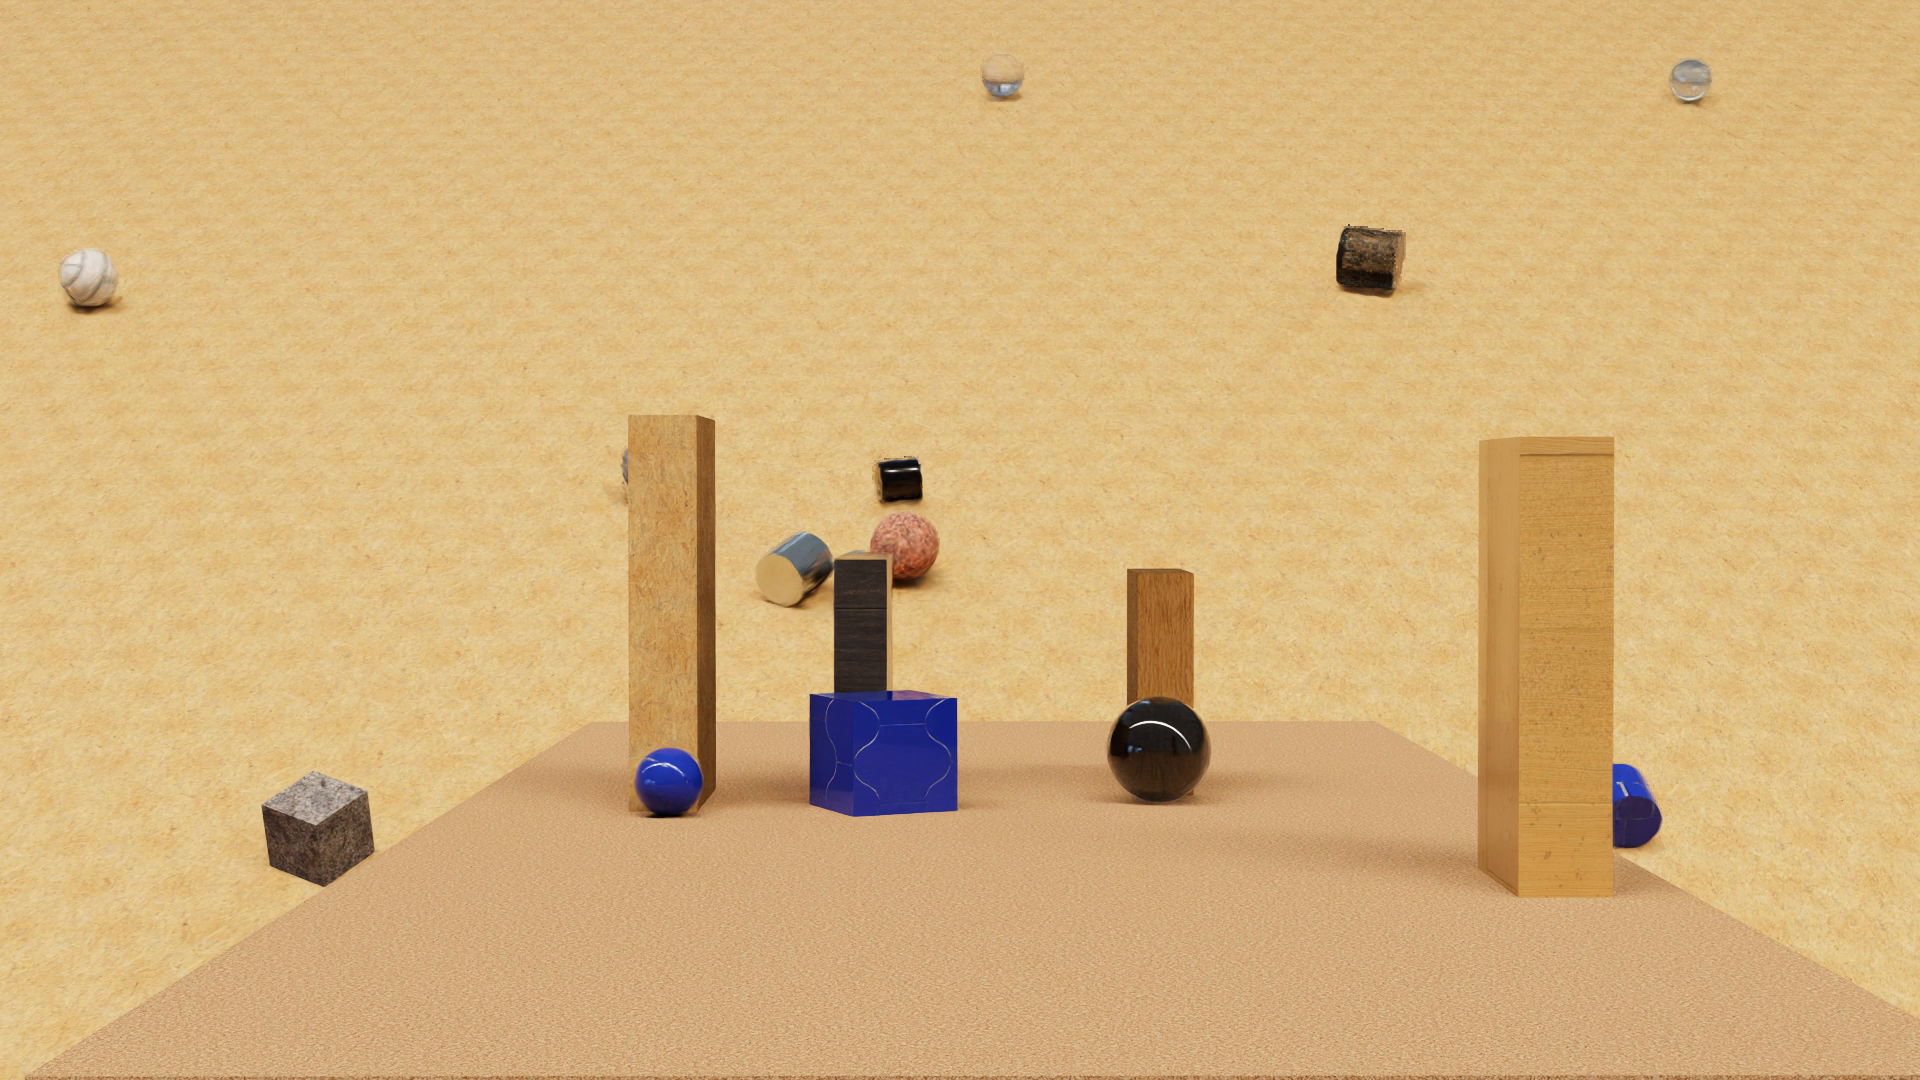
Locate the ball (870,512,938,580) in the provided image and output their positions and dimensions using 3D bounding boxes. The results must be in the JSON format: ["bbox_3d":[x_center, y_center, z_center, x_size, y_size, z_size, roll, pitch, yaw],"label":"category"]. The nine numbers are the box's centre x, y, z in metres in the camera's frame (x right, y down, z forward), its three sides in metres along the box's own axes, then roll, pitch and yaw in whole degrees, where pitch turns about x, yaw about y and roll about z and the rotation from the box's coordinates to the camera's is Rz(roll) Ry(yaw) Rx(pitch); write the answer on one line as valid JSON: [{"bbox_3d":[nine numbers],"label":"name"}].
[{"bbox_3d":[-0.160,0.019,7.441,0.197,0.197,0.197,0,27,0],"label":"ball"}]

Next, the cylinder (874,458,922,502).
[{"bbox_3d":[-0.189,-0.183,7.916,0.125,0.125,0.125,-6,27,-11],"label":"cylinder"}]

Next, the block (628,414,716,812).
[{"bbox_3d":[-0.543,0.131,4.900,0.125,0.726,0.363,0,1,0],"label":"block"}]

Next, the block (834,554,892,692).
[{"bbox_3d":[-0.189,0.261,5.107,0.101,0.457,0.421,0,1,0],"label":"block"}]

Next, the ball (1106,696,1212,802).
[{"bbox_3d":[0.375,0.394,4.871,0.200,0.200,0.200,0,27,0],"label":"ball"}]

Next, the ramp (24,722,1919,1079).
[{"bbox_3d":[0.061,0.550,4.586,2.000,0.100,4.000,0,1,0],"label":"ramp"}]

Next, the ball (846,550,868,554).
[{"bbox_3d":[-0.294,0.086,7.397,0.115,0.115,0.115,0,27,0],"label":"ball"}]

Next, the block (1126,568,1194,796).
[{"bbox_3d":[0.396,0.275,5.128,0.108,0.428,0.318,0,1,0],"label":"block"}]

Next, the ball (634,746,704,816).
[{"bbox_3d":[-0.527,0.436,4.662,0.125,0.125,0.125,0,27,0],"label":"ball"}]

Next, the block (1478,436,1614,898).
[{"bbox_3d":[0.872,0.181,3.859,0.136,0.664,0.292,0,1,0],"label":"block"}]

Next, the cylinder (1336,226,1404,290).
[{"bbox_3d":[1.510,-1.036,9.502,0.210,0.210,0.210,9,28,18],"label":"cylinder"}]

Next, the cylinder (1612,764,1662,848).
[{"bbox_3d":[1.606,0.644,6.262,0.149,0.149,0.149,-1,27,-2],"label":"cylinder"}]

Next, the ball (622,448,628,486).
[{"bbox_3d":[-0.933,-0.224,7.907,0.207,0.207,0.207,0,27,0],"label":"ball"}]

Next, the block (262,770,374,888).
[{"bbox_3d":[-1.528,0.687,6.149,0.174,0.174,0.174,15,31,27],"label":"block"}]

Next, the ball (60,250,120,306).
[{"bbox_3d":[-3.147,-0.946,9.332,0.204,0.204,0.204,0,27,0],"label":"ball"}]

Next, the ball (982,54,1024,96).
[{"bbox_3d":[0.192,-2.088,11.592,0.191,0.191,0.191,0,27,0],"label":"ball"}]

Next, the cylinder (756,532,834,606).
[{"bbox_3d":[-0.470,0.084,7.353,0.160,0.160,0.160,15,30,26],"label":"cylinder"}]

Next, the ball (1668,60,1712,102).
[{"bbox_3d":[3.263,-2.053,11.532,0.185,0.185,0.185,0,27,0],"label":"ball"}]

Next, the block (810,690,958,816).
[{"bbox_3d":[-0.143,0.392,4.782,0.208,0.208,0.208,-1,1,-26],"label":"block"}]
